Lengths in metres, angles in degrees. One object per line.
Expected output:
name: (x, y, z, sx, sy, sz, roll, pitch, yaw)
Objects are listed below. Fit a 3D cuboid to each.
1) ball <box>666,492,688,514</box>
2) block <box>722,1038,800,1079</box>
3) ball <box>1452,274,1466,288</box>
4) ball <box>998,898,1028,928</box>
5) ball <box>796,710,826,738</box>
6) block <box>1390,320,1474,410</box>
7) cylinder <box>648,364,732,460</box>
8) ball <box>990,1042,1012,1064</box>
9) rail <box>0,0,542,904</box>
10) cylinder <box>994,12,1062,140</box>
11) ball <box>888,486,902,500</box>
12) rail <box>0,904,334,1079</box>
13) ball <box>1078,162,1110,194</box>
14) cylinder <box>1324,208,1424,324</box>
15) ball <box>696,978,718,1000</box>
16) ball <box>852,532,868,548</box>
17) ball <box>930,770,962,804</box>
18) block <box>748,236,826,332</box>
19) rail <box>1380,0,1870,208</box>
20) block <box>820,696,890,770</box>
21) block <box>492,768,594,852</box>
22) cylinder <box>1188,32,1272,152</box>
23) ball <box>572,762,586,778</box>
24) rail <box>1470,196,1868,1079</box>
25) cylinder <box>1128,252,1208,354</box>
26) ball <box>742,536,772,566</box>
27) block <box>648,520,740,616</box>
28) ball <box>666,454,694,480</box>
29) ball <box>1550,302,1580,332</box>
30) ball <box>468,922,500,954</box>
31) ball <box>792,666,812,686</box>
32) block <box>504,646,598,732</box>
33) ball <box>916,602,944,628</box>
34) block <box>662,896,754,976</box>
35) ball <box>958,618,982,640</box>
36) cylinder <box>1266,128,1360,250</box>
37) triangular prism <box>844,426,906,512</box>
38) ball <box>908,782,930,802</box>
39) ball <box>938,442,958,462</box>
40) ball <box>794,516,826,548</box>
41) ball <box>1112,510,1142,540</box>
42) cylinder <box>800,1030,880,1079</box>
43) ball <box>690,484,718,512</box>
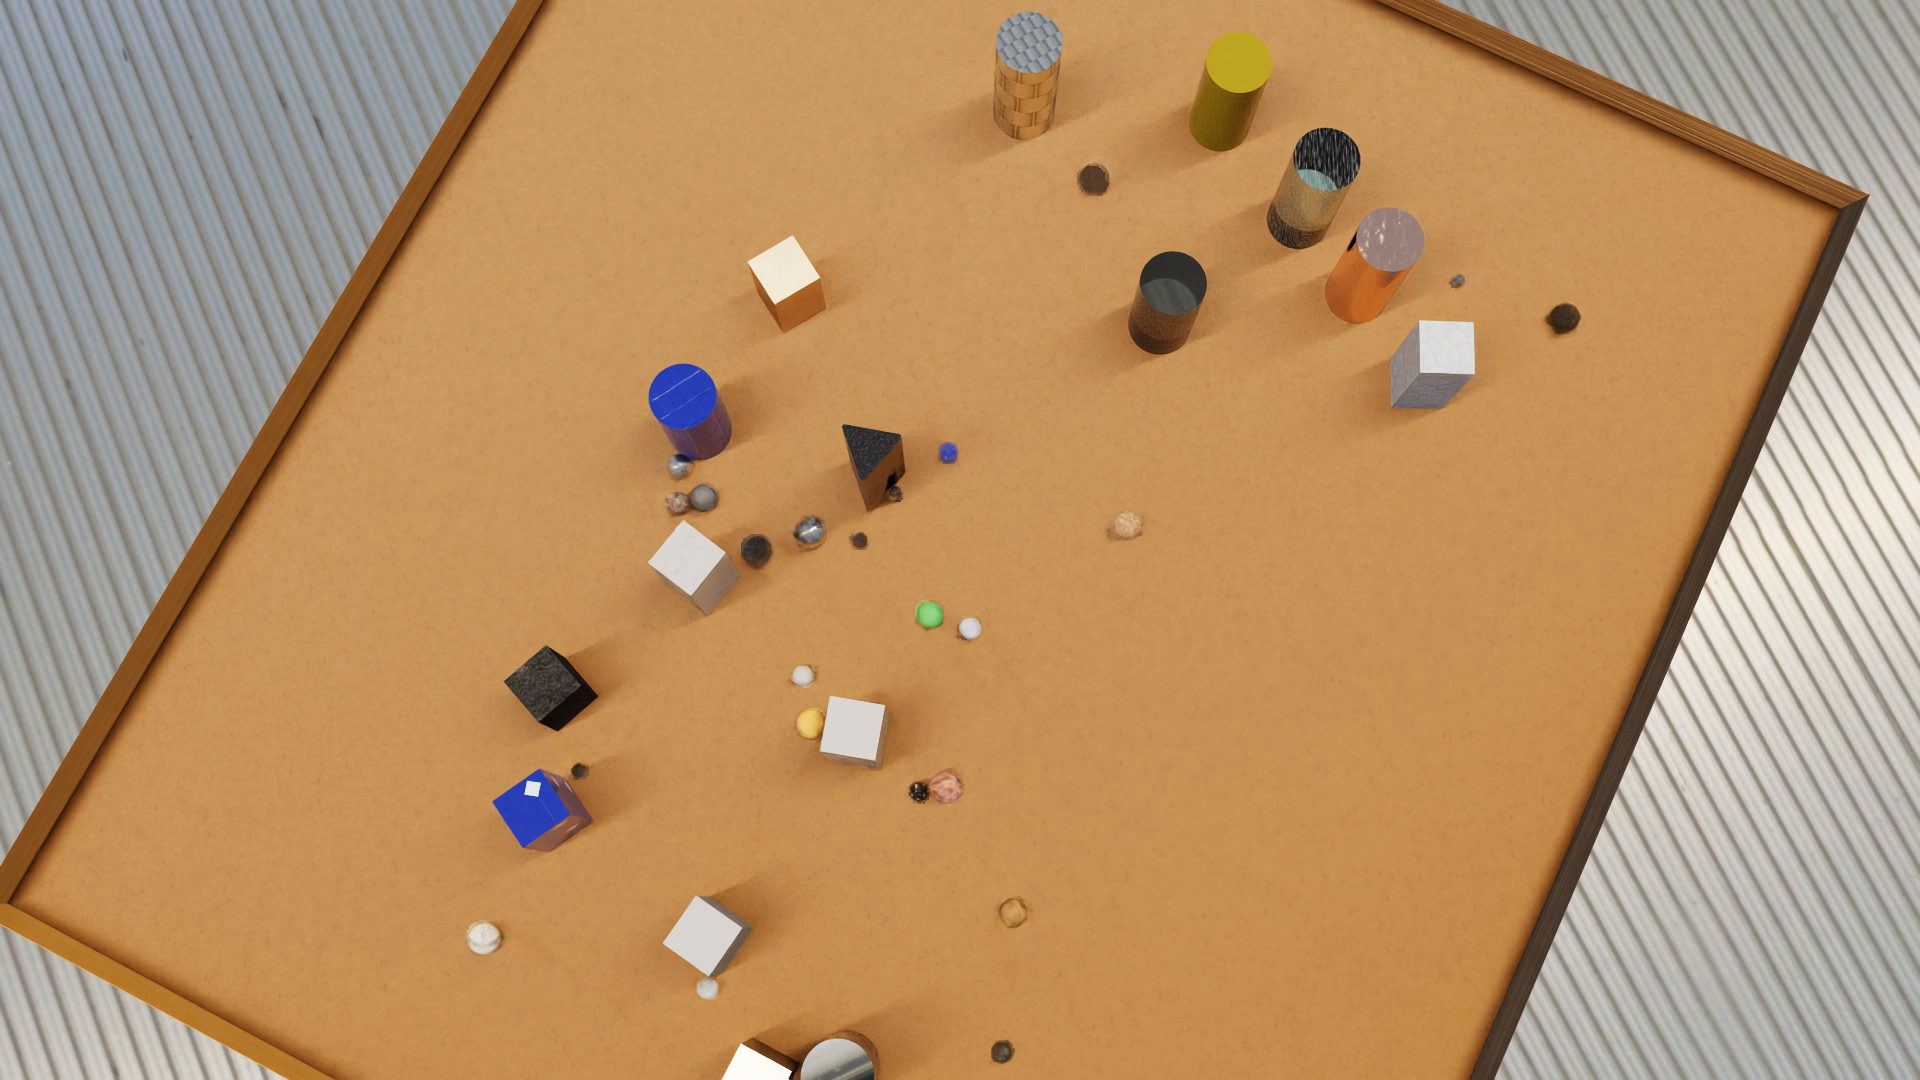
ball: (-0.866, -0.113, 5.604, 0.071, 0.071, 0.071, 0, 78, 0)
block: (-0.568, 1.518, 5.153, 0.158, 0.293, 0.158, 27, 80, 5)
ball: (1.569, -0.816, 5.764, 0.042, 0.042, 0.042, 0, 78, 0)
ball: (0.155, 1.088, 5.348, 0.084, 0.084, 0.084, 0, 78, 0)
ball: (-0.445, 0.549, 5.459, 0.086, 0.086, 0.086, 0, 78, 0)
block: (1.422, -0.525, 5.534, 0.158, 0.374, 0.158, 2, 78, 0)
cylinder: (-0.806, -0.380, 5.505, 0.198, 0.372, 0.198, 0, 78, 0)
ball: (0.120, 1.476, 5.279, 0.062, 0.062, 0.062, 0, 78, 0)
rail: (-1.810, -0.879, 5.732, 0.045, 0.129, 4.490, 26, 80, 5)
cylinder: (0.206, -1.429, 5.670, 0.198, 0.474, 0.198, 0, 78, 0)
ball: (-0.200, -0.143, 5.607, 0.046, 0.046, 0.046, 0, 78, 0)
rail: (-0.993, 1.952, 5.146, 4.094, 0.129, 0.045, 26, 80, 5)
ball: (0.426, -1.144, 5.803, 0.099, 0.099, 0.099, 0, 78, 0)
cylinder: (1.248, -0.824, 5.546, 0.198, 0.473, 0.198, 0, 78, 0)
ball: (-0.733, 1.300, 5.316, 0.062, 0.062, 0.062, 0, 78, 0)
ball: (-0.305, 0.001, 5.591, 0.049, 0.049, 0.049, 0, 78, 0)
ball: (-0.042, 0.731, 5.415, 0.097, 0.097, 0.097, 0, 78, 0)
block: (-0.529, -0.782, 5.635, 0.158, 0.281, 0.158, -32, 80, -6)
rail: (0.993, -1.939, 5.951, 4.094, 0.129, 0.045, 26, 80, 5)
block: (-0.304, 0.564, 5.335, 0.158, 0.323, 0.158, 10, 78, 2)
block: (-1.198, 0.783, 5.283, 0.158, 0.336, 0.158, -35, 80, -7)
cylinder: (0.835, -1.385, 5.687, 0.198, 0.425, 0.198, 0, 78, 0)
ball: (-1.133, 0.686, 5.452, 0.045, 0.045, 0.045, 0, 78, 0)
rail: (1.810, 0.893, 5.365, 0.045, 0.129, 4.490, 26, 80, 5)
cylinder: (0.627, -0.716, 5.569, 0.198, 0.384, 0.198, 0, 78, 0)
ball: (-0.615, 0.033, 5.564, 0.091, 0.091, 0.091, 0, 78, 0)
block: (-0.781, 0.087, 5.416, 0.158, 0.357, 0.158, 37, 81, 7)
ball: (-0.858, -0.223, 5.620, 0.083, 0.083, 0.083, 0, 78, 0)
ball: (1.885, -0.693, 5.713, 0.092, 0.092, 0.092, 0, 78, 0)
ball: (-1.384, 1.159, 5.330, 0.092, 0.092, 0.092, 0, 78, 0)
ball: (-0.473, 0.407, 5.500, 0.063, 0.063, 0.063, 0, 78, 0)
block: (-1.200, 0.439, 5.392, 0.158, 0.262, 0.158, -41, 81, -8)
ball: (-0.090, 0.227, 5.527, 0.083, 0.083, 0.083, 0, 78, 0)
block: (-0.715, 1.128, 5.231, 0.158, 0.297, 0.158, 34, 80, 7)
ball: (0.031, 0.267, 5.526, 0.068, 0.068, 0.068, 0, 78, 0)
cylinder: (1.074, -1.066, 5.594, 0.198, 0.476, 0.198, 0, 78, 0)
triangular prism: (-0.280, -0.239, 5.451, 0.148, 0.422, 0.171, 40, 81, 8)
ball: (-0.122, 0.746, 5.432, 0.060, 0.060, 0.060, 0, 78, 0)
ball: (-0.036, -0.270, 5.642, 0.061, 0.061, 0.061, 0, 78, 0)
ball: (-0.458, -0.024, 5.571, 0.099, 0.099, 0.099, 0, 78, 0)
ball: (0.509, -0.046, 5.581, 0.088, 0.088, 0.088, 0, 78, 0)
cylinder: (-0.329, 1.480, 5.109, 0.198, 0.393, 0.198, 0, 78, 0)
ball: (-0.784, -0.128, 5.601, 0.083, 0.083, 0.083, 0, 78, 0)
